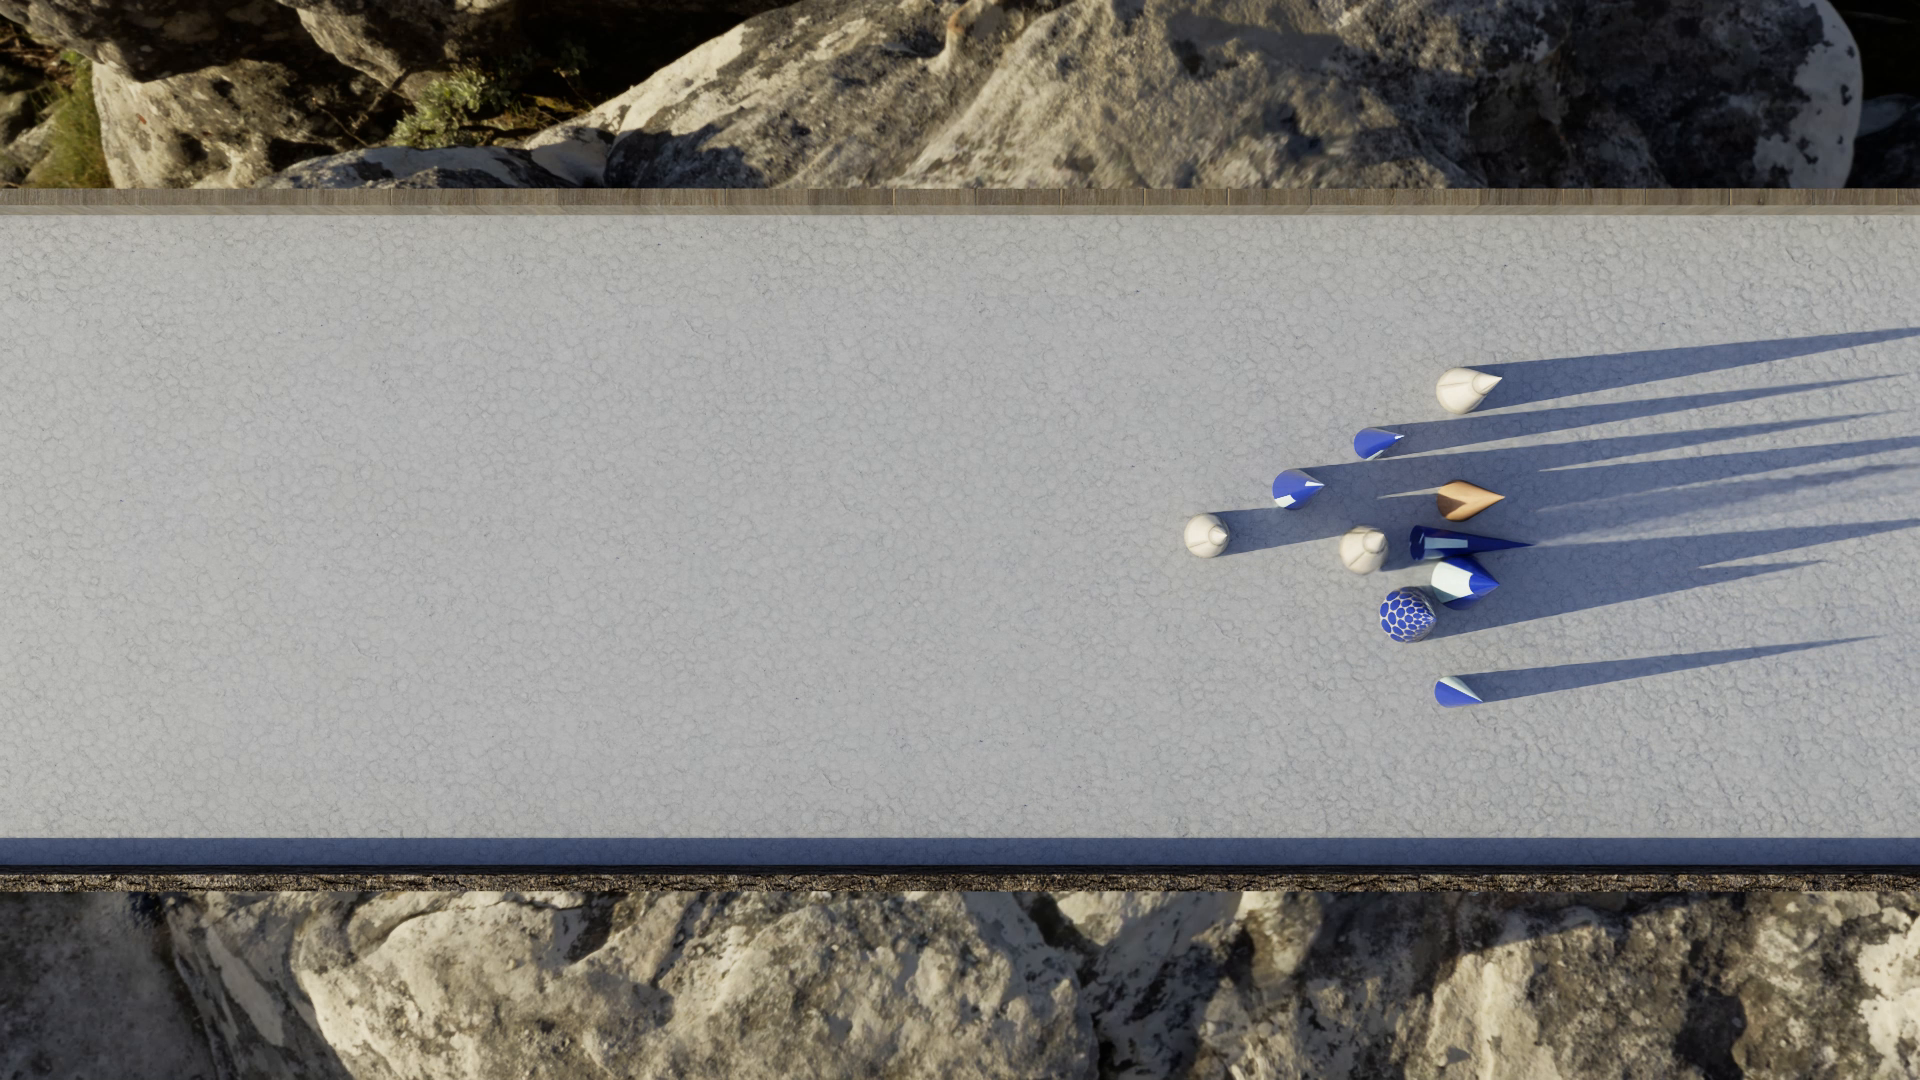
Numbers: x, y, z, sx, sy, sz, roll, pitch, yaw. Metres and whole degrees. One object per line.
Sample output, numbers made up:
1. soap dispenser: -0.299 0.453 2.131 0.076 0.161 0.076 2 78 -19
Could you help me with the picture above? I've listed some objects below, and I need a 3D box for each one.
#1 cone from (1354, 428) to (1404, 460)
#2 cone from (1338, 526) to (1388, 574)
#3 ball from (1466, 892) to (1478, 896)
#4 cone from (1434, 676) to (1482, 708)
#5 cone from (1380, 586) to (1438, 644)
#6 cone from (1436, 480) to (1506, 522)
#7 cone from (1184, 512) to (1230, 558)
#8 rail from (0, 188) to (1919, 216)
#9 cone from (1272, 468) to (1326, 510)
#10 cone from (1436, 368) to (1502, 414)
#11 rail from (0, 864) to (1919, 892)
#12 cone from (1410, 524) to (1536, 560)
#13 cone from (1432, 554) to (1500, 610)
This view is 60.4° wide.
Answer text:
1. cone: 1.263 -0.296 4.879 0.102 0.396 0.102 0 90 0
2. cone: 1.213 0.008 4.840 0.151 0.455 0.151 -1 84 7
3. ball: 7.363 5.035 23.703 0.172 0.172 0.172 0 90 0
4. cone: 1.510 0.468 4.915 0.101 0.323 0.101 0 90 0
5. cone: 1.380 0.231 4.923 0.177 0.307 0.177 0 90 0
6. cone: 1.534 -0.121 4.856 0.132 0.441 0.132 0 90 0
7. cone: 0.760 -0.013 4.889 0.141 0.376 0.141 0 90 0
8. rail: -2.247 -1.025 5.002 12.000 0.150 0.050 0 90 0
9. cone: 1.026 -0.155 4.855 0.129 0.444 0.129 0 90 0
10. cone: 1.539 -0.459 4.878 0.146 0.397 0.146 0 90 0
11. rail: -2.247 1.025 5.001 12.000 0.150 0.050 0 90 0
12. cone: 1.583 0.012 5.049 0.388 0.109 0.109 1 90 -8
13. cone: 1.541 0.128 4.890 0.179 0.373 0.179 0 90 0
